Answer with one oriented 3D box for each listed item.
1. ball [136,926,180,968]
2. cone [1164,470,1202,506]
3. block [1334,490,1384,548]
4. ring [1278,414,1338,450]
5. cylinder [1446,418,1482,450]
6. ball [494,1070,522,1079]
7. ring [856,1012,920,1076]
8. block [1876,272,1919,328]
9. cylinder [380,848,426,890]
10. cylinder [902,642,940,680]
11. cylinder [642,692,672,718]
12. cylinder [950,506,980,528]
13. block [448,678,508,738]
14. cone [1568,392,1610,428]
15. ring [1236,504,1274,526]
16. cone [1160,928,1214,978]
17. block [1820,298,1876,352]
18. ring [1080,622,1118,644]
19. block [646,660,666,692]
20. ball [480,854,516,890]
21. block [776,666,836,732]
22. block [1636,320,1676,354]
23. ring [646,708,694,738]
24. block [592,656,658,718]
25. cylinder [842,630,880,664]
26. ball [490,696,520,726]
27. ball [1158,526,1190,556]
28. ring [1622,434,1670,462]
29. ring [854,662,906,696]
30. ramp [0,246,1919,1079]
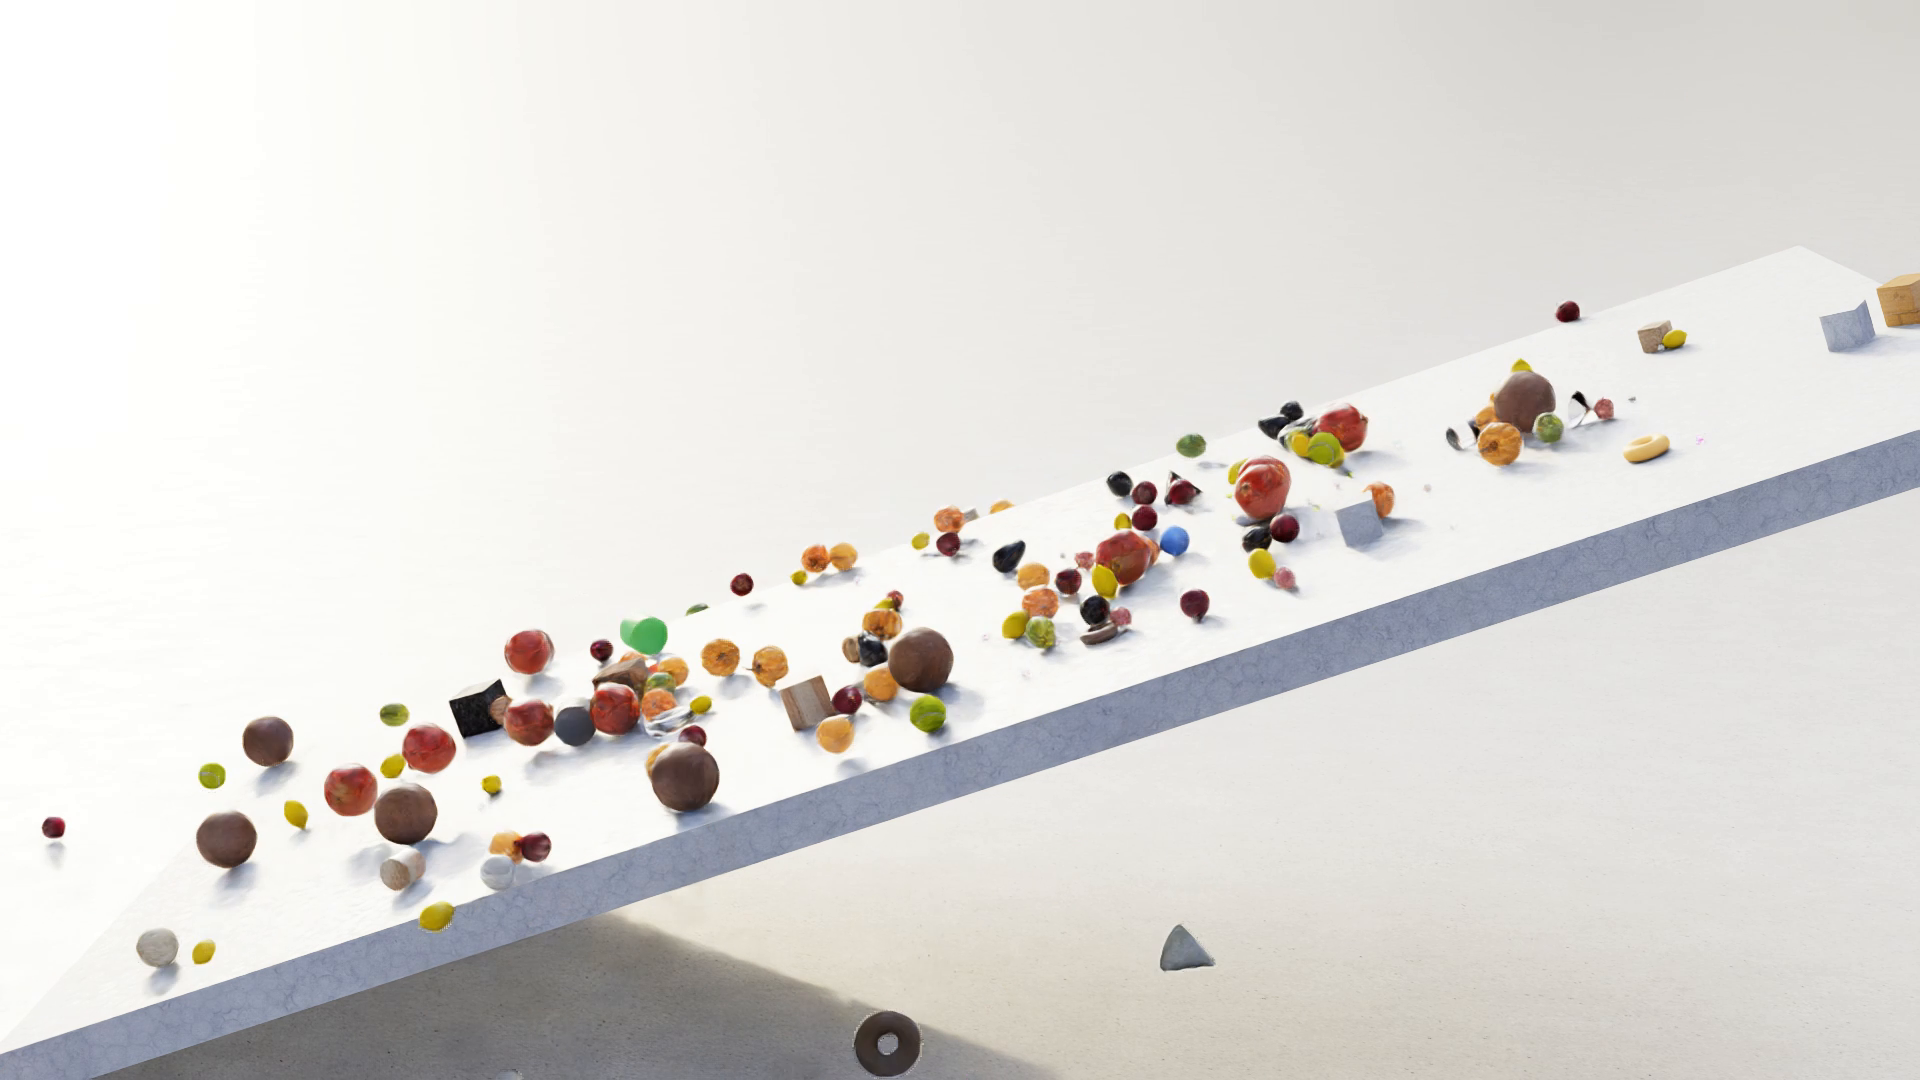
[{"bbox_3d":[-1.564,0.793,5.732,0.081,0.081,0.081,0,12,0],"label":"ball"},{"bbox_3d":[0.513,-0.113,6.670,0.083,0.083,0.083,7,12,-5],"label":"cone"},{"bbox_3d":[0.779,-0.041,5.751,0.077,0.077,0.077,-18,11,9],"label":"block"},{"bbox_3d":[0.807,-0.251,6.803,0.147,0.049,0.147,-20,11,4],"label":"ring"},{"bbox_3d":[1.062,-0.223,6.206,0.054,0.054,0.054,-24,21,-20],"label":"cylinder"},{"bbox_3d":[-0.824,0.992,5.353,0.053,0.053,0.053,0,12,0],"label":"ball"},{"bbox_3d":[-0.129,0.903,5.270,0.121,0.121,0.040,-3,7,-14],"label":"ring"},{"bbox_3d":[1.917,-0.486,5.932,0.082,0.082,0.082,-26,13,-32],"label":"block"},{"bbox_3d":[-1.074,0.636,5.676,0.065,0.065,0.065,5,15,20],"label":"cylinder"},{"bbox_3d":[-0.077,0.242,5.897,0.060,0.060,0.060,-20,14,-2],"label":"cylinder"},{"bbox_3d":[-0.654,0.357,6.340,0.052,0.052,0.052,-6,-3,-24],"label":"cylinder"},{"bbox_3d":[0.017,-0.041,7.381,0.069,0.069,0.069,-21,11,5],"label":"cylinder"},{"bbox_3d":[-1.118,0.393,6.872,0.097,0.097,0.097,-15,12,21],"label":"block"},{"bbox_3d":[1.301,-0.264,6.046,0.076,0.076,0.076,5,10,-16],"label":"cone"},{"bbox_3d":[0.623,-0.053,6.208,0.086,0.029,0.086,-19,12,4],"label":"ring"},{"bbox_3d":[0.407,0.723,5.103,0.087,0.087,0.087,5,13,34],"label":"cone"},{"bbox_3d":[1.785,-0.432,5.916,0.075,0.075,0.075,-11,14,36],"label":"block"},{"bbox_3d":[0.269,0.181,5.686,0.075,0.025,0.075,-18,10,3],"label":"ring"},{"bbox_3d":[-0.711,0.314,6.638,0.062,0.062,0.062,-25,12,-25],"label":"block"},{"bbox_3d":[-0.850,0.612,5.415,0.067,0.067,0.067,0,12,0],"label":"ball"},{"bbox_3d":[-0.305,0.315,5.852,0.091,0.091,0.091,-20,11,-3],"label":"block"},{"bbox_3d":[1.537,-0.449,6.487,0.054,0.054,0.054,-8,16,47],"label":"block"},{"bbox_3d":[-0.610,0.384,6.193,0.108,0.036,0.108,-19,11,4],"label":"ring"},{"bbox_3d":[-0.748,0.328,6.552,0.094,0.094,0.094,-16,12,20],"label":"block"},{"bbox_3d":[-0.207,0.225,6.171,0.059,0.059,0.059,-16,19,-37],"label":"cylinder"},{"bbox_3d":[-1.053,0.395,6.806,0.067,0.067,0.067,0,12,0],"label":"ball"},{"bbox_3d":[0.448,0.001,6.150,0.065,0.065,0.065,0,12,0],"label":"ball"},{"bbox_3d":[1.309,-0.176,5.611,0.092,0.031,0.092,-20,11,4],"label":"ring"},{"bbox_3d":[-0.161,0.279,5.920,0.112,0.037,0.112,-23,12,5],"label":"ring"},{"bbox_3d":[0.109,0.179,6.303,4.000,0.100,2.000,-18,11,6],"label":"ramp"}]
